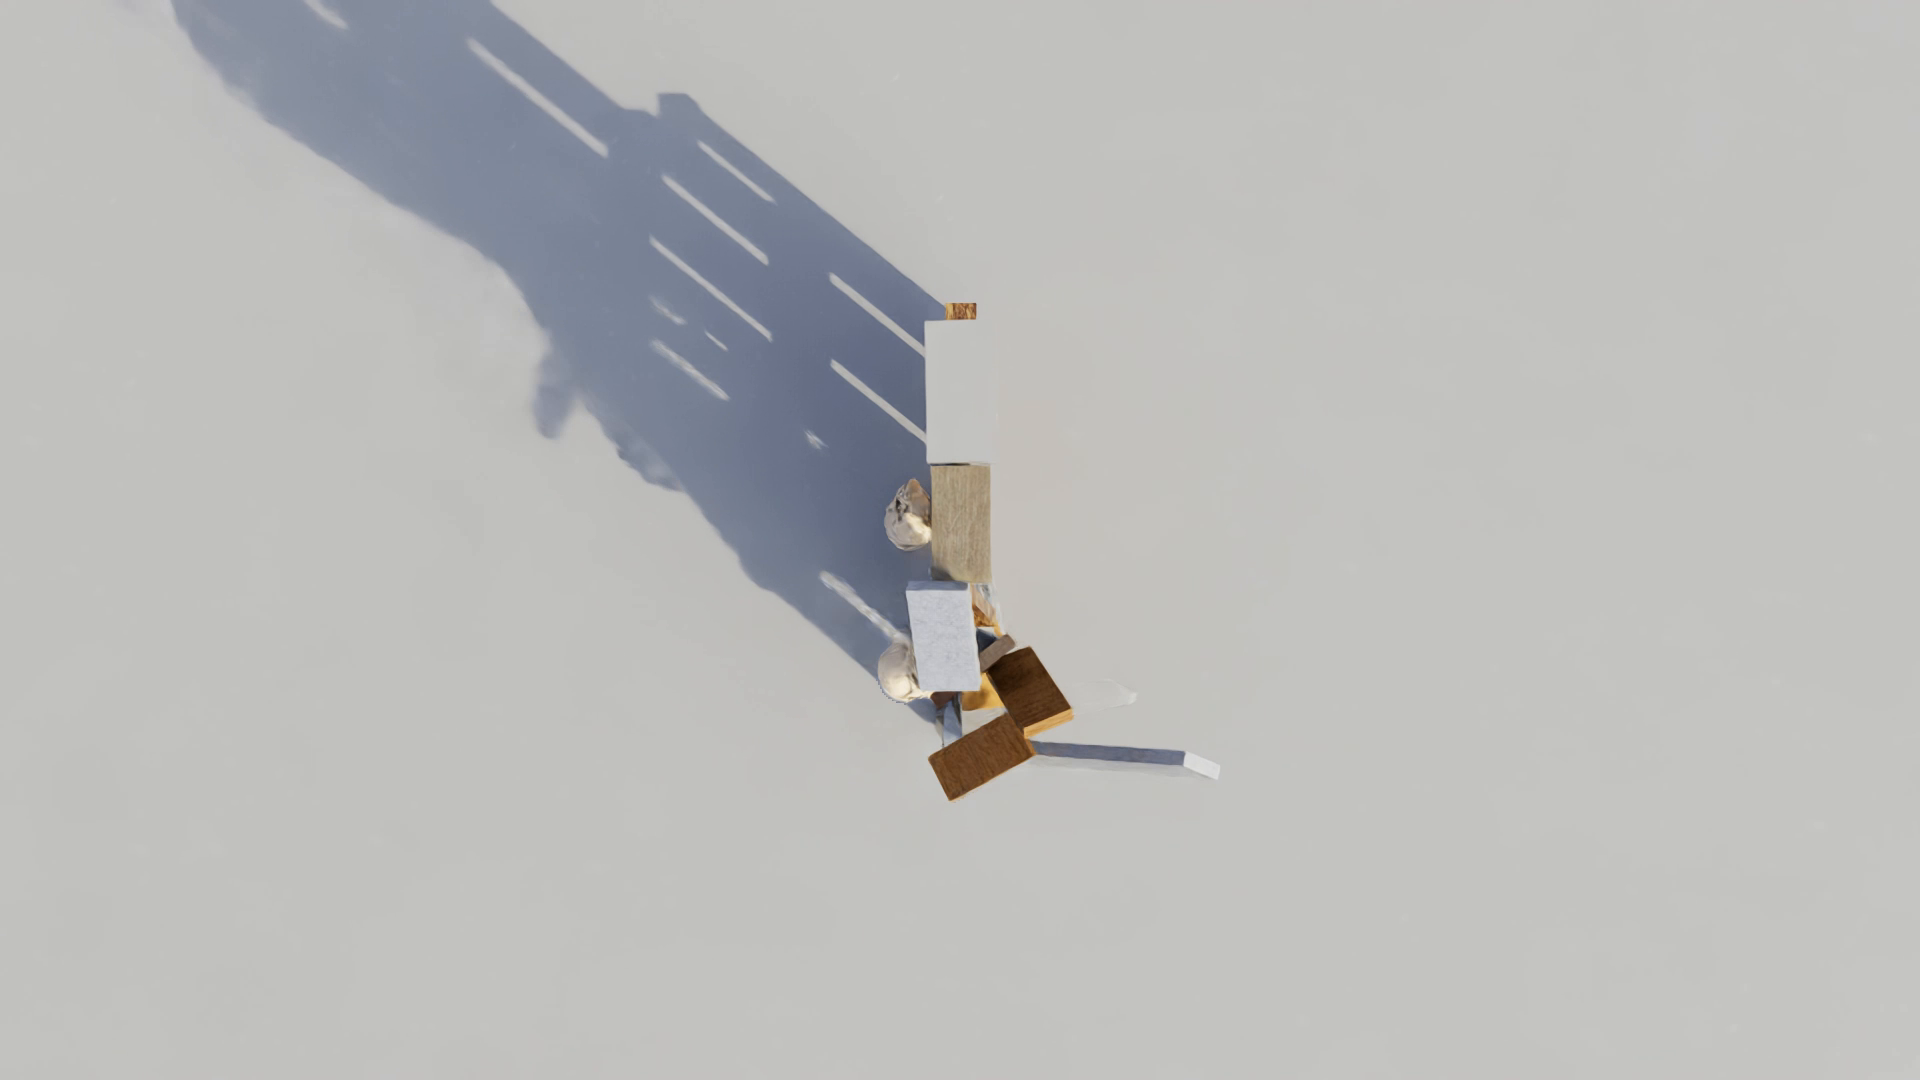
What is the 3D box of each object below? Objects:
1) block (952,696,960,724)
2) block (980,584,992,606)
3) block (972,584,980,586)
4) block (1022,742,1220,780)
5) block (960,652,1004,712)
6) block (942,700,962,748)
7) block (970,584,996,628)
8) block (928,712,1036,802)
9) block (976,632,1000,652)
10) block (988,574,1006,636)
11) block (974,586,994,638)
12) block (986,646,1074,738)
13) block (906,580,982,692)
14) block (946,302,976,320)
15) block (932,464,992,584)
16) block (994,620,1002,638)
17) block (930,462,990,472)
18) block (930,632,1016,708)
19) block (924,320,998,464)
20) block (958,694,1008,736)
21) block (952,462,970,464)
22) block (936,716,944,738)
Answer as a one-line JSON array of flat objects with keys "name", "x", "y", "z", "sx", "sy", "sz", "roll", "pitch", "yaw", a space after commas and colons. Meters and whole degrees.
[{"name": "block", "x": 0.054, "y": 0.499, "z": 4.989, "sx": 0.139, "sy": 0.277, "sz": 0.039, "roll": -3, "pitch": 99, "yaw": -5}, {"name": "block", "x": 0.035, "y": 0.140, "z": 4.520, "sx": 0.091, "sy": 0.026, "sz": 0.182, "roll": -11, "pitch": 69, "yaw": 1}, {"name": "block", "x": 0.001, "y": 0.061, "z": 4.509, "sx": 0.091, "sy": 0.280, "sz": 0.026, "roll": -9, "pitch": 125, "yaw": 2}, {"name": "block", "x": 0.356, "y": 0.625, "z": 4.751, "sx": 0.144, "sy": 0.903, "sz": 0.041, "roll": 25, "pitch": 71, "yaw": -36}, {"name": "block", "x": 0.065, "y": 0.368, "z": 4.726, "sx": 0.131, "sy": 0.037, "sz": 0.262, "roll": -6, "pitch": 122, "yaw": -4}, {"name": "block", "x": 0.033, "y": 0.498, "z": 5.150, "sx": 0.161, "sy": 0.046, "sz": 0.321, "roll": 3, "pitch": 90, "yaw": -5}, {"name": "block", "x": -0.014, "y": 0.171, "z": 4.243, "sx": 0.152, "sy": 0.304, "sz": 0.043, "roll": -3, "pitch": 74, "yaw": 13}, {"name": "block", "x": 0.062, "y": 0.619, "z": 4.727, "sx": 0.287, "sy": 0.041, "sz": 0.144, "roll": -31, "pitch": 80, "yaw": 17}, {"name": "block", "x": 0.068, "y": 0.278, "z": 4.555, "sx": 0.067, "sy": 0.019, "sz": 0.134, "roll": -36, "pitch": 125, "yaw": 14}, {"name": "block", "x": 0.042, "y": 0.176, "z": 4.603, "sx": 0.131, "sy": 0.037, "sz": 0.262, "roll": -12, "pitch": 99, "yaw": 1}, {"name": "block", "x": 0.030, "y": 0.197, "z": 4.428, "sx": 0.091, "sy": 0.182, "sz": 0.026, "roll": -10, "pitch": 46, "yaw": 7}, {"name": "block", "x": 0.185, "y": 0.413, "z": 4.512, "sx": 0.144, "sy": 0.287, "sz": 0.041, "roll": -21, "pitch": 129, "yaw": -10}, {"name": "block", "x": -0.039, "y": 0.242, "z": 4.122, "sx": 0.152, "sy": 0.043, "sz": 0.304, "roll": 0, "pitch": 121, "yaw": 11}, {"name": "block", "x": 0.003, "y": -0.621, "z": 4.981, "sx": 0.094, "sy": 0.027, "sz": 0.187, "roll": 0, "pitch": 90, "yaw": 0}, {"name": "block", "x": 0.003, "y": -0.040, "z": 4.090, "sx": 0.147, "sy": 0.042, "sz": 0.293, "roll": 0, "pitch": 100, "yaw": 0}, {"name": "block", "x": 0.069, "y": 0.229, "z": 4.584, "sx": 0.067, "sy": 0.019, "sz": 0.134, "roll": -18, "pitch": 99, "yaw": 2}, {"name": "block", "x": -0.001, "y": -0.348, "z": 4.530, "sx": 0.161, "sy": 0.046, "sz": 0.321, "roll": 0, "pitch": 90, "yaw": 0}, {"name": "block", "x": 0.039, "y": 0.345, "z": 4.392, "sx": 0.152, "sy": 0.359, "sz": 0.043, "roll": -42, "pitch": 85, "yaw": 18}, {"name": "block", "x": 0.003, "y": -0.354, "z": 3.933, "sx": 0.168, "sy": 0.048, "sz": 0.337, "roll": -1, "pitch": 90, "yaw": 0}, {"name": "block", "x": 0.063, "y": 0.432, "z": 4.831, "sx": 0.139, "sy": 0.039, "sz": 0.277, "roll": -5, "pitch": 88, "yaw": -4}, {"name": "block", "x": 0.002, "y": -0.177, "z": 4.399, "sx": 0.050, "sy": 0.014, "sz": 0.101, "roll": 0, "pitch": 91, "yaw": 0}, {"name": "block", "x": 0.012, "y": 0.609, "z": 5.333, "sx": 0.161, "sy": 0.321, "sz": 0.046, "roll": 2, "pitch": 89, "yaw": -5}]
